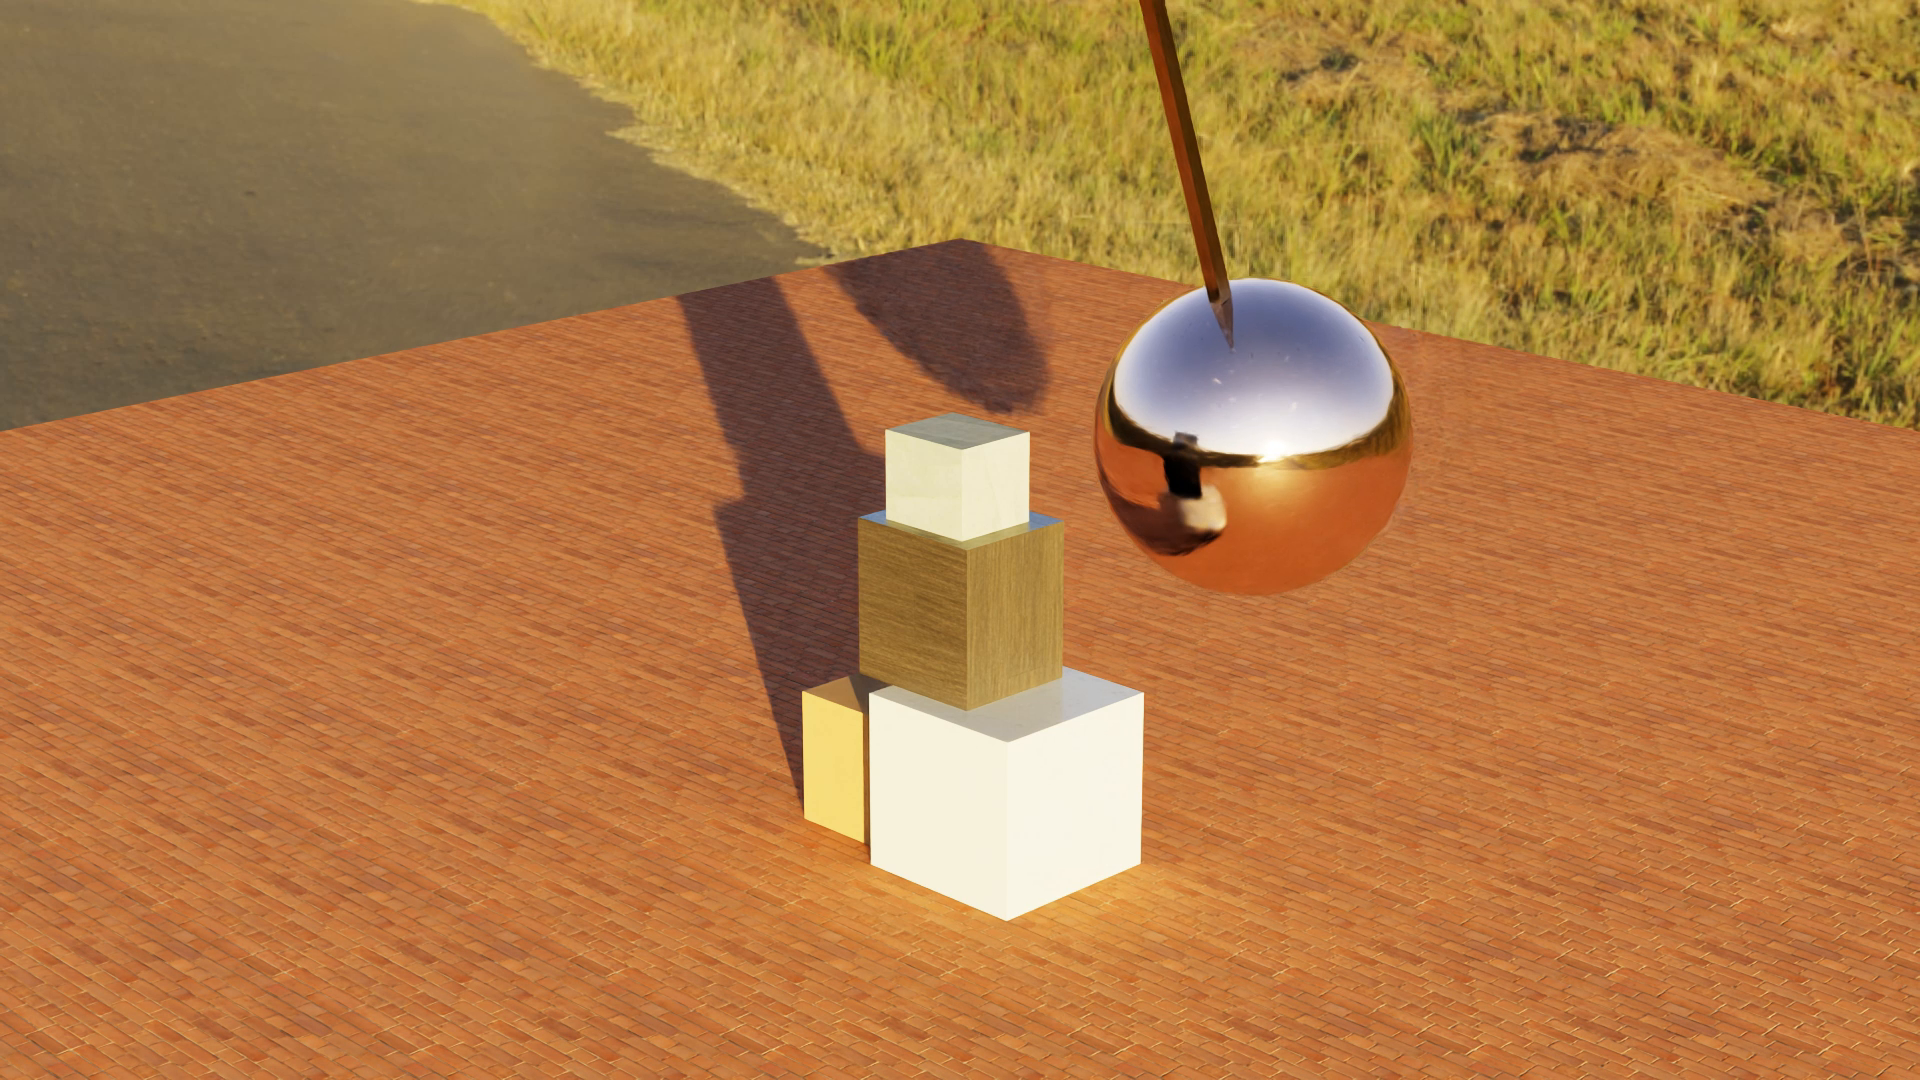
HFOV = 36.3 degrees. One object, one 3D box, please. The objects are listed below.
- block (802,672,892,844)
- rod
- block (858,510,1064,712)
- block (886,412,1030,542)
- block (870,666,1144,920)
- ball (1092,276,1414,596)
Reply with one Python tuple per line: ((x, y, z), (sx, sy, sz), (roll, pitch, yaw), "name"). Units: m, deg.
((-0.310, 1.026, 13.995), (0.622, 0.651, 0.612), (-17, 24, -42), "block")
((0.636, -3.311, 12.967), (0.080, 5.200, 0.080), (17, 44, 42), "rod")
((0.004, 0.265, 13.429), (0.624, 0.755, 0.701), (-17, 24, -42), "block")
((-0.012, -0.291, 13.238), (0.429, 0.420, 0.485), (-17, 24, -42), "block")
((0.212, 1.097, 13.447), (0.889, 0.844, 0.875), (-17, 24, -42), "block")
((1.467, -0.517, 14.717), (1.600, 1.600, 1.600), (0, 17, 0), "ball")
